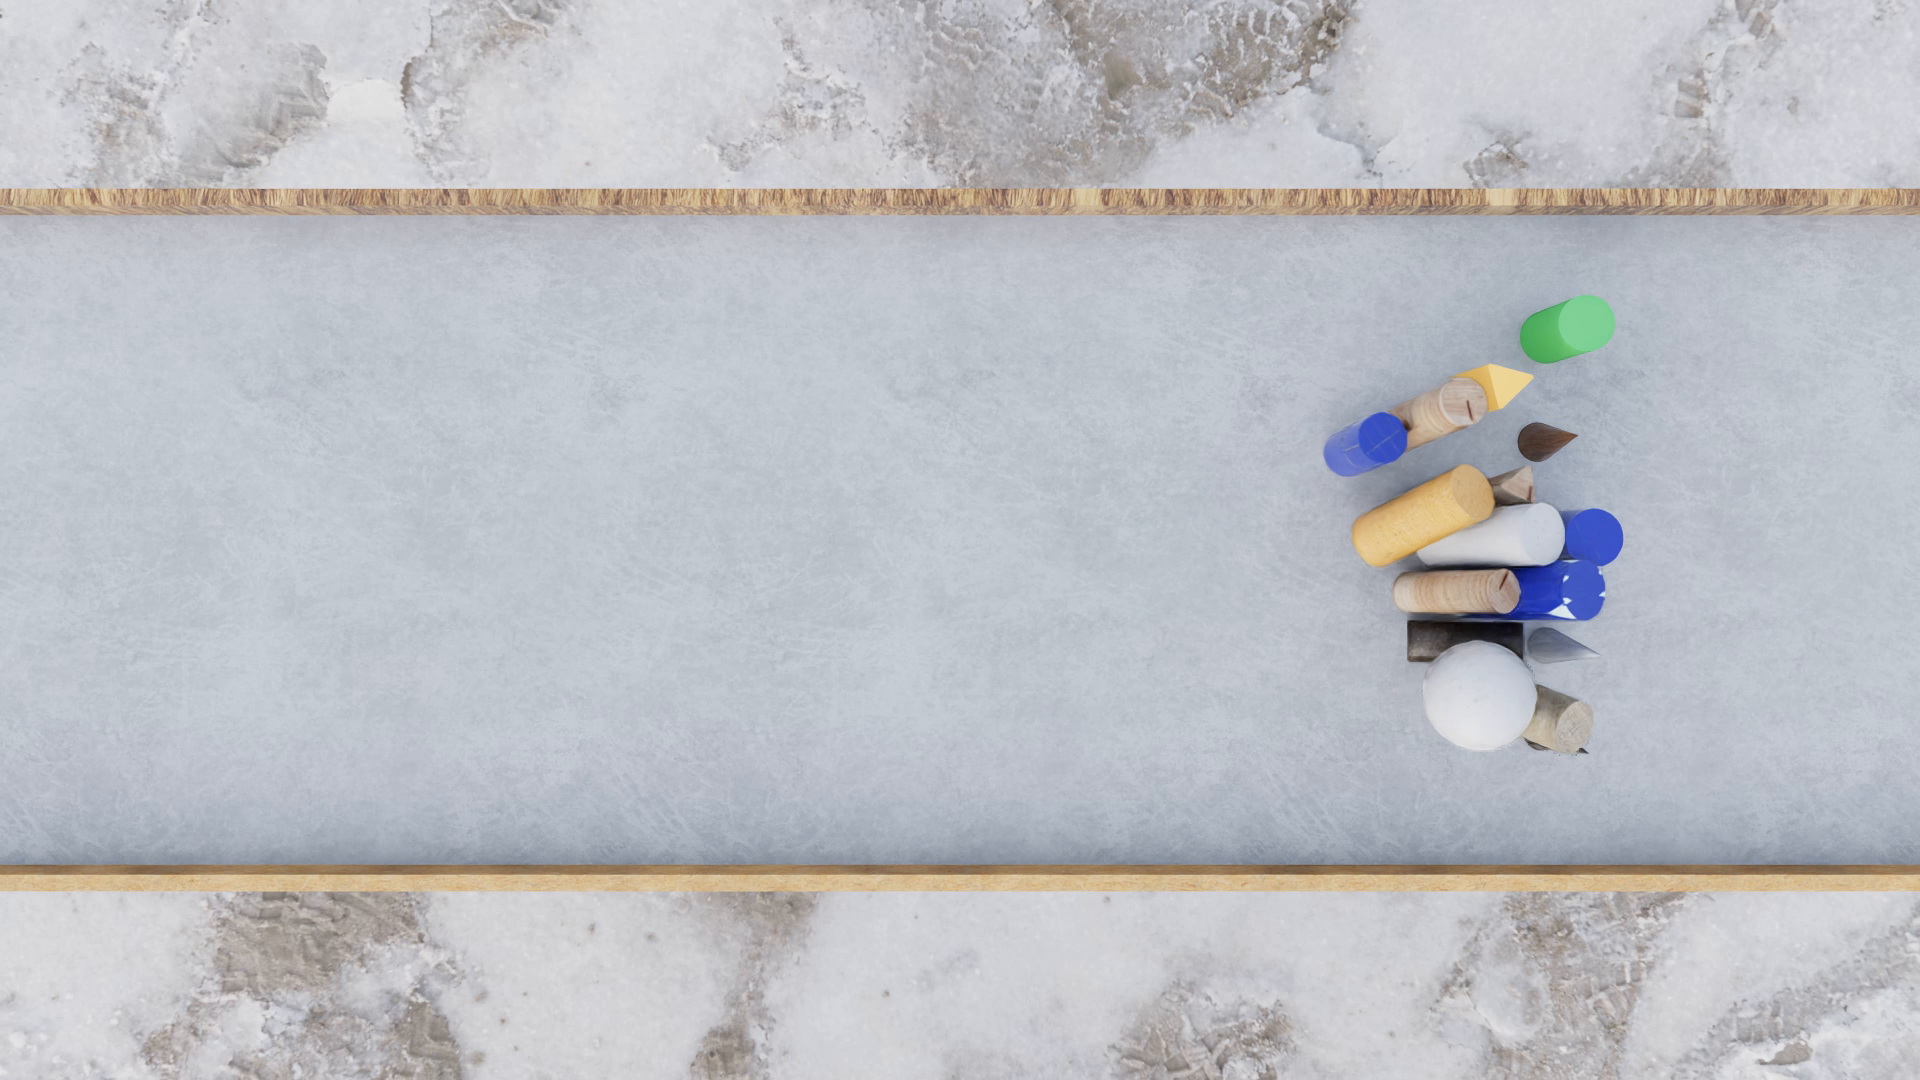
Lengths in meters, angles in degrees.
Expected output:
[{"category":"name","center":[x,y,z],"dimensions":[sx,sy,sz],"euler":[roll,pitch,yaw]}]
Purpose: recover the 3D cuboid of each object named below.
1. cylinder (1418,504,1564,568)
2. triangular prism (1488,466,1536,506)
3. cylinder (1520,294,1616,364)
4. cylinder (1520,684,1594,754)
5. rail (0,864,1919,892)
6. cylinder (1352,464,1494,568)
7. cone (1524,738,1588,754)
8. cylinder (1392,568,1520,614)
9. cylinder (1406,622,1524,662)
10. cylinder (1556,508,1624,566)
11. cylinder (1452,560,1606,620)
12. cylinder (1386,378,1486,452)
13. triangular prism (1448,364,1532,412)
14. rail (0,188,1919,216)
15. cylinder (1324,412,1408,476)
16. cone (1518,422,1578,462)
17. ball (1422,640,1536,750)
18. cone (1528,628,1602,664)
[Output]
[{"category":"cylinder","center":[1.552,-0.008,4.852],"dimensions":[0.177,0.415,0.177],"euler":[1,87,-29]},{"category":"triangular prism","center":[1.587,-0.148,4.896],"dimensions":[0.112,0.350,0.097],"euler":[25,79,-6]},{"category":"cylinder","center":[1.805,-0.625,4.912],"dimensions":[0.164,0.328,0.164],"euler":[0,90,0]},{"category":"cylinder","center":[1.652,0.492,4.871],"dimensions":[0.163,0.388,0.163],"euler":[-10,109,-31]},{"category":"rail","center":[-2.247,1.025,5.001],"dimensions":[12.000,0.150,0.050],"euler":[0,90,0]},{"category":"cylinder","center":[1.359,-0.067,4.862],"dimensions":[0.170,0.408,0.170],"euler":[13,63,-28]},{"category":"cone","center":[1.789,0.602,4.885],"dimensions":[0.102,0.378,0.102],"euler":[0,92,-1]},{"category":"cylinder","center":[1.460,0.152,4.872],"dimensions":[0.128,0.382,0.128],"euler":[1,87,-29]},{"category":"cylinder","center":[1.520,0.308,4.973],"dimensions":[0.333,0.122,0.122],"euler":[0,90,16]},{"category":"cylinder","center":[1.807,-0.003,4.892],"dimensions":[0.168,0.365,0.168],"euler":[0,89,-2]},{"category":"cylinder","center":[1.649,0.148,4.839],"dimensions":[0.172,0.448,0.172],"euler":[1,88,-29]},{"category":"cylinder","center":[1.371,-0.358,4.850],"dimensions":[0.140,0.430,0.140],"euler":[2,81,-13]},{"category":"triangular prism","center":[1.543,-0.459,4.884],"dimensions":[0.132,0.386,0.114],"euler":[-44,90,0]},{"category":"rail","center":[-2.247,-1.025,5.002],"dimensions":[12.000,0.150,0.050],"euler":[0,90,0]},{"category":"cylinder","center":[1.204,-0.281,4.913],"dimensions":[0.148,0.309,0.148],"euler":[1,85,-6]},{"category":"cone","center":[1.777,-0.301,4.908],"dimensions":[0.122,0.338,0.122],"euler":[0,90,0]},{"category":"ball","center":[1.482,0.444,4.711],"dimensions":[0.313,0.313,0.313],"euler":[0,90,0]},{"category":"cone","center":[1.803,0.325,4.850],"dimensions":[0.113,0.453,0.113],"euler":[0,90,0]}]
